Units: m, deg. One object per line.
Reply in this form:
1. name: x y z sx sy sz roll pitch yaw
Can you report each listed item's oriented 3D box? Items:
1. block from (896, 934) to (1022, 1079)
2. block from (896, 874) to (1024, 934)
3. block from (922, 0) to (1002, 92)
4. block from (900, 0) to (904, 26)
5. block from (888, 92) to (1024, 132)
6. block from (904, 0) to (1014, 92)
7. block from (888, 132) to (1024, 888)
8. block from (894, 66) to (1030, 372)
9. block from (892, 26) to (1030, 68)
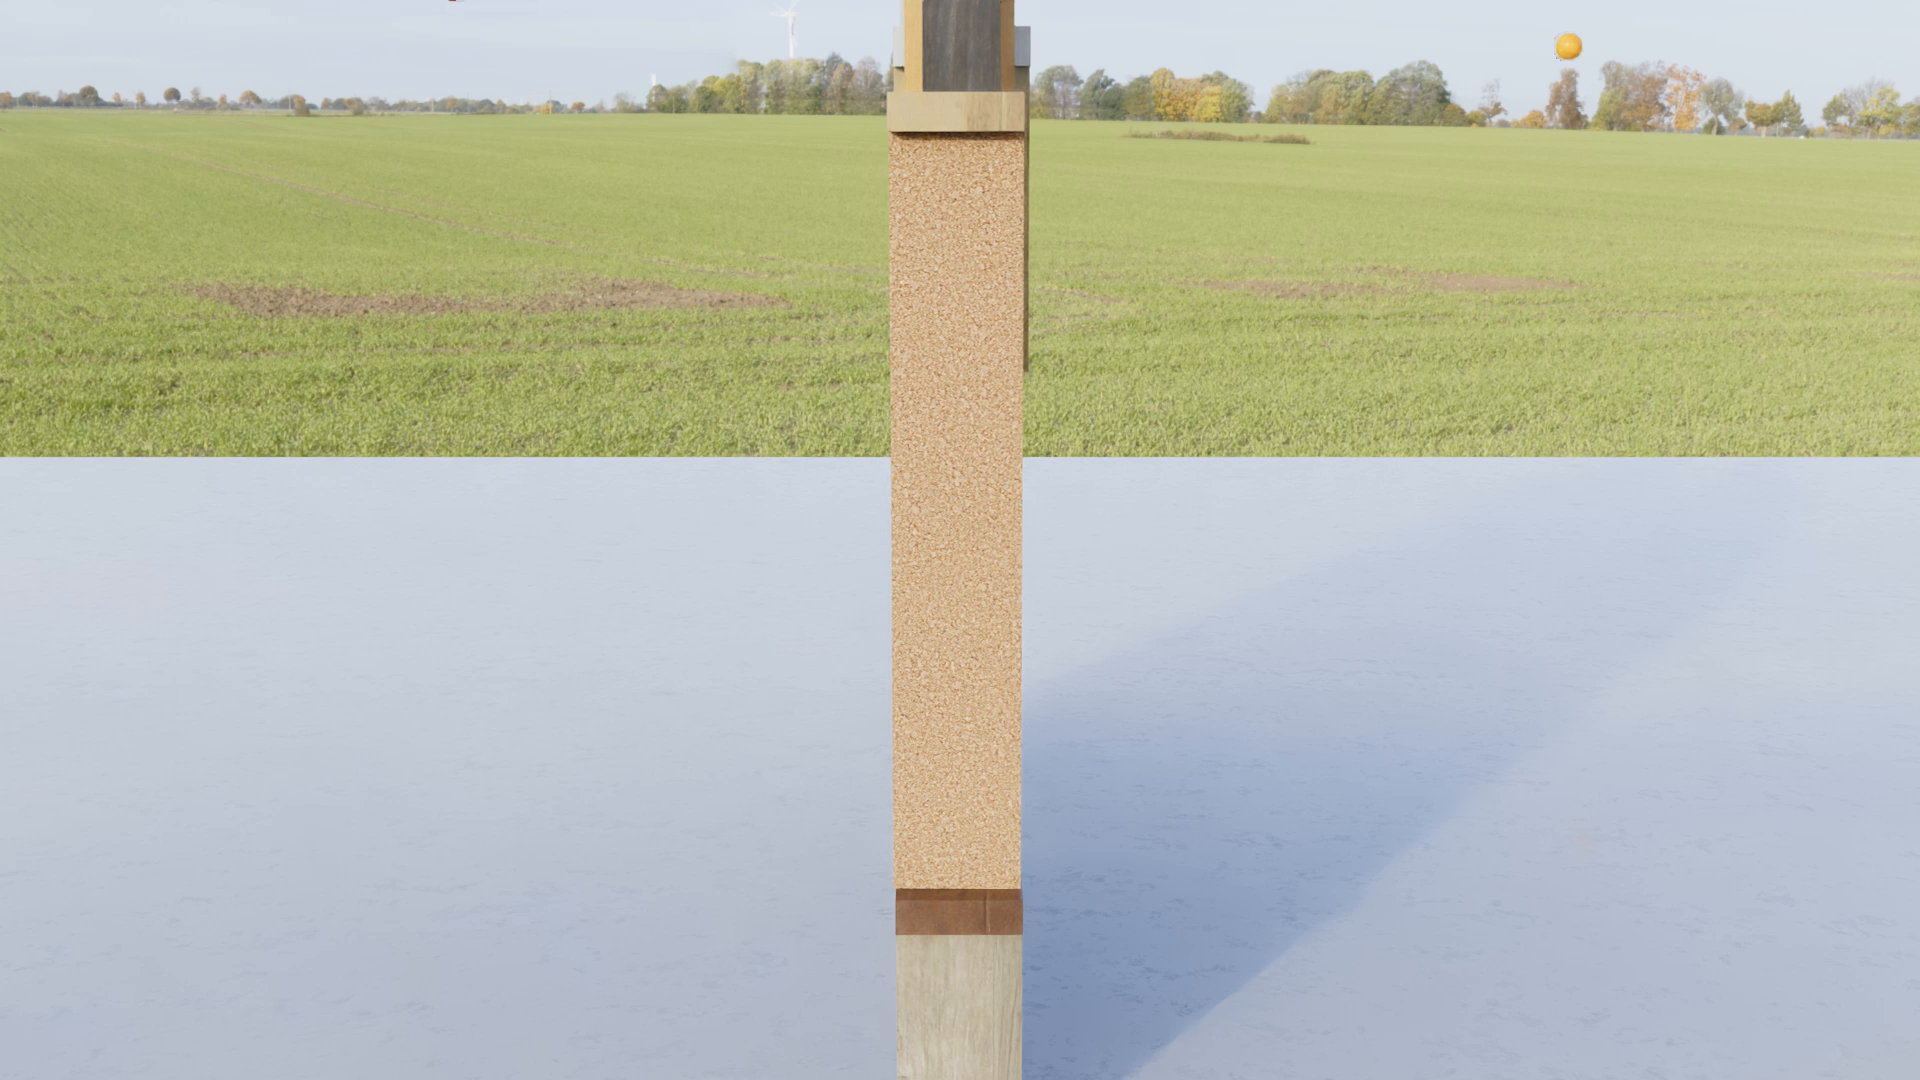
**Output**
1. block: -0.001 0.613 2.709 0.153 0.305 0.043 0 11 0
2. block: -0.001 0.423 2.777 0.153 0.043 0.305 0 11 0
3. block: 0.002 -0.601 2.503 0.090 0.179 0.025 0 11 0
4. block: -0.004 -0.835 2.945 0.153 0.307 0.043 0 11 0
5. block: -0.004 -0.508 2.617 0.154 0.044 0.308 0 10 0
6. block: -0.002 -0.724 2.683 0.135 0.355 0.038 0 10 0
7. block: -0.004 -0.025 2.602 0.154 0.902 0.044 0 11 0
8. block: 0.002 -0.414 2.853 0.173 0.389 0.049 0 10 0
9. block: 0.002 -0.651 2.927 0.173 0.049 0.346 0 11 0
